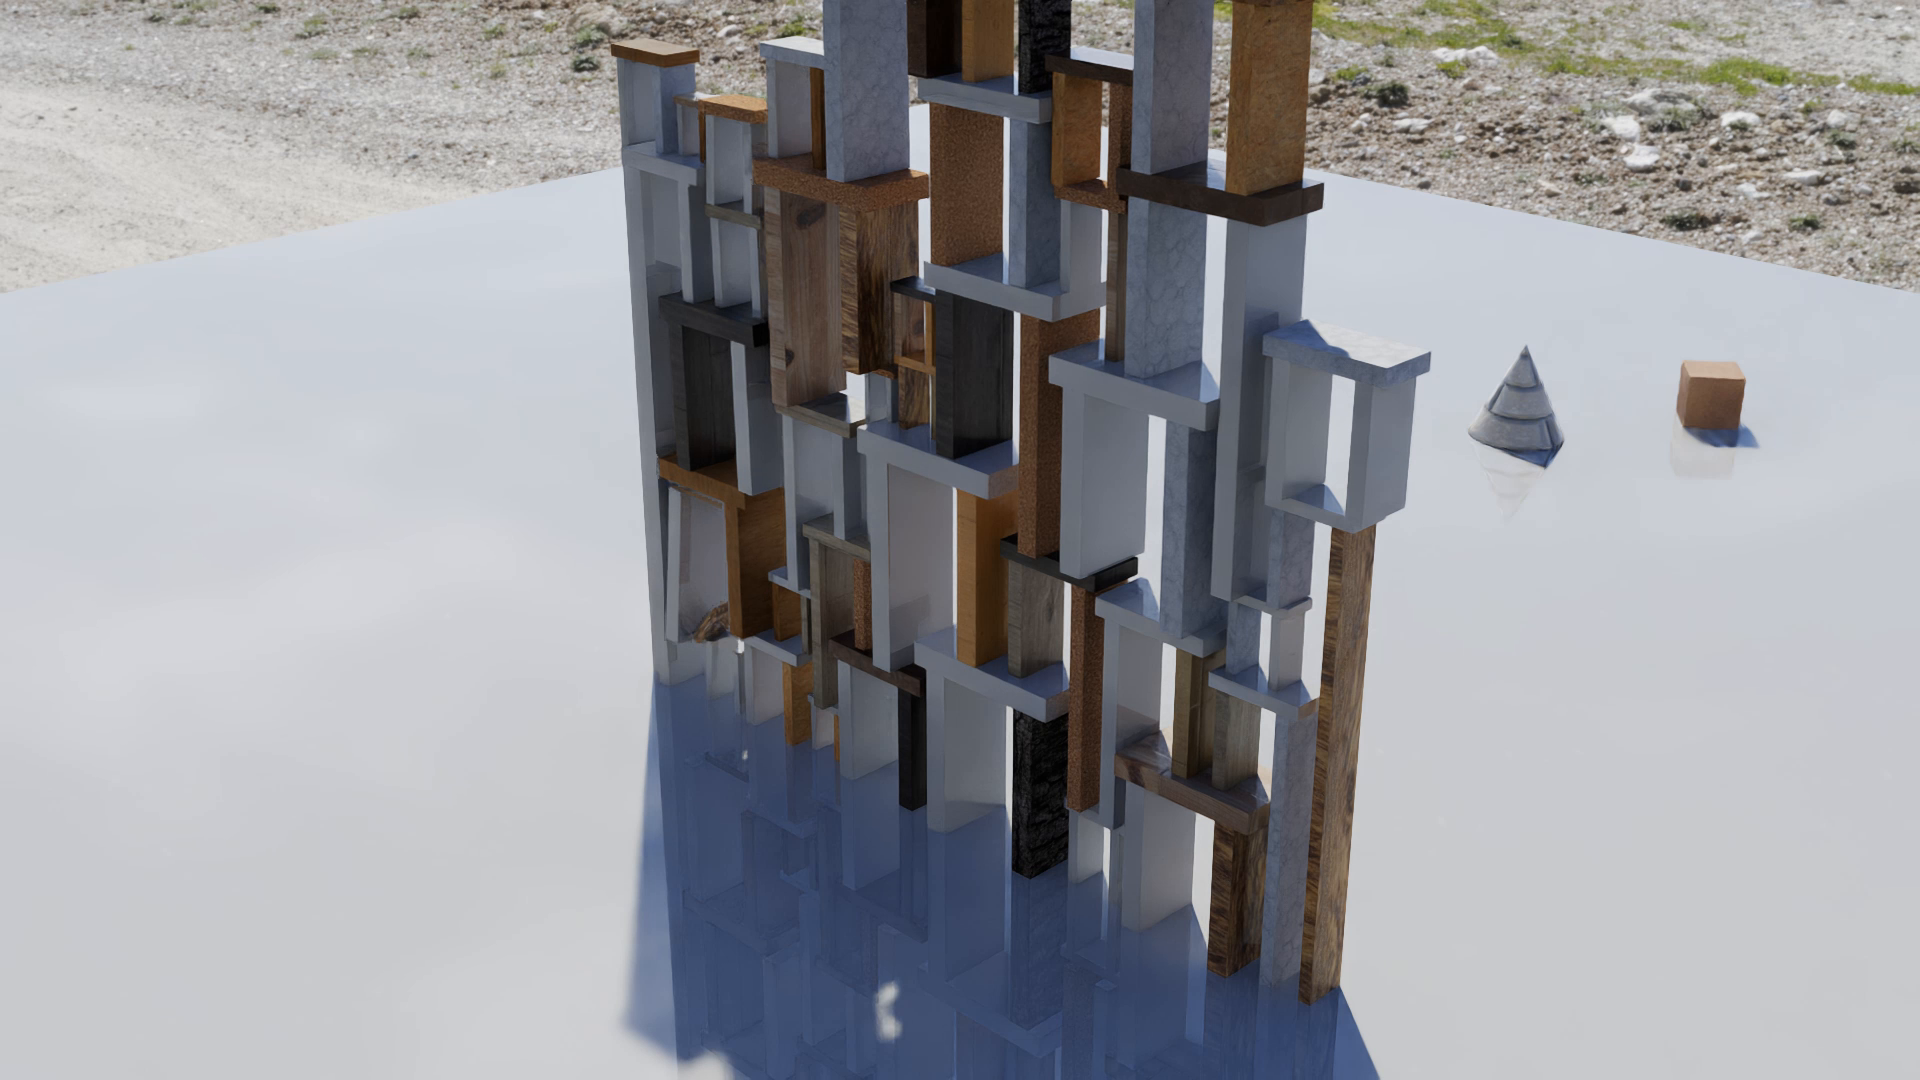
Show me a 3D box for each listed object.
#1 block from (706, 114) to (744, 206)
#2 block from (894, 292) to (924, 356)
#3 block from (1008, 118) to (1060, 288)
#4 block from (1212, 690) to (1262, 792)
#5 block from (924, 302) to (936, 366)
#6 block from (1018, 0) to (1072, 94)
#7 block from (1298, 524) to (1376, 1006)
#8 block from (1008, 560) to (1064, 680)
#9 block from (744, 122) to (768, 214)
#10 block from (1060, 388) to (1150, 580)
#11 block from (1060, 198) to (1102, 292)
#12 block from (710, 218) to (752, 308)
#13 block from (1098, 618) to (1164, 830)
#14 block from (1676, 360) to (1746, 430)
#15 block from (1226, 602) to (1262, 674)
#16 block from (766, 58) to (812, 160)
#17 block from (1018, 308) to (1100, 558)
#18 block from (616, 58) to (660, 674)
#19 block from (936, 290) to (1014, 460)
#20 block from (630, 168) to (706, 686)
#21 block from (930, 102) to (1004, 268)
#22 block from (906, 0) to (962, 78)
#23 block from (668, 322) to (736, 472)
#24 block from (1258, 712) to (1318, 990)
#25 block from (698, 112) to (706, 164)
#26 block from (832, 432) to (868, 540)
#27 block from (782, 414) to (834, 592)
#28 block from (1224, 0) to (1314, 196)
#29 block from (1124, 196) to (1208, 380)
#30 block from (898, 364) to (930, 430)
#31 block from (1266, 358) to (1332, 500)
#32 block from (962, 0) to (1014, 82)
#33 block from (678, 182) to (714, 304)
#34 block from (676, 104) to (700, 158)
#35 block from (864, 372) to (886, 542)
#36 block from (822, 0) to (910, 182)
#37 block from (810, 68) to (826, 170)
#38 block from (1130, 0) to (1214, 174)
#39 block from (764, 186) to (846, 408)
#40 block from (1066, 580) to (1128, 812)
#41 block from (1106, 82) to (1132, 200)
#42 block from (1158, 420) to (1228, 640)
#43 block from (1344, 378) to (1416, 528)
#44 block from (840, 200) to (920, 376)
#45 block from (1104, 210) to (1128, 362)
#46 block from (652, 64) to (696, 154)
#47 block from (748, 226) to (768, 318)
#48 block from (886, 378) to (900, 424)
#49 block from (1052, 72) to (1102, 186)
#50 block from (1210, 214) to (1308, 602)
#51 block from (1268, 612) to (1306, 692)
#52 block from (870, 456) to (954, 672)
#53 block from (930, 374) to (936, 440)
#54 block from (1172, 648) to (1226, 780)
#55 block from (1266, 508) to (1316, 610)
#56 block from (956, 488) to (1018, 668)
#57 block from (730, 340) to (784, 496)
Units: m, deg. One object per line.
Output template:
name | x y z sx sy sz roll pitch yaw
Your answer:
block | -0.465 -0.768 4.403 0.090 0.181 0.026 -19 32 -40
block | -0.095 -0.413 4.149 0.017 0.122 0.061 21 31 41
block | 0.150 -0.593 3.804 0.145 0.291 0.041 -21 31 -40
block | 0.484 0.334 3.837 0.027 0.191 0.095 21 31 41
block | -0.037 -0.390 4.096 0.017 0.122 0.061 21 31 40
block | 0.143 -0.858 3.696 0.099 0.199 0.028 -21 31 -40
block | 0.633 0.384 3.704 0.025 0.900 0.089 21 31 41
block | 0.144 0.132 4.125 0.117 0.235 0.033 -21 31 -40
block | -0.382 -0.737 4.320 0.090 0.181 0.026 -19 32 -39
block | 0.256 -0.121 3.890 0.174 0.348 0.049 -21 31 -40
block | 0.208 -0.513 3.779 0.081 0.161 0.023 -21 30 -40
block | -0.458 -0.571 4.473 0.091 0.182 0.026 -18 27 -39
block | 0.313 0.321 4.017 0.123 0.418 0.035 -21 31 -41
block | 2.245 -0.435 6.581 0.159 0.159 0.159 3 23 8
block | 0.487 0.156 3.769 0.068 0.137 0.019 -22 31 -40
block | -0.325 -0.835 4.224 0.027 0.190 0.095 21 31 41
block | 0.177 -0.202 3.947 0.159 0.452 0.045 -21 31 -40
block | -0.664 -0.354 4.802 0.025 1.401 0.089 21 31 41
block | 0.028 -0.322 4.059 0.045 0.318 0.159 21 31 41
block | -0.625 -0.236 4.798 0.036 1.187 0.126 21 31 41
block | 0.013 -0.647 3.930 0.041 0.291 0.145 21 31 41
block | -0.016 -0.984 3.818 0.048 0.336 0.168 21 31 41
block | -0.528 -0.321 4.660 0.161 0.322 0.046 -20 29 -38
block | 0.574 0.530 3.822 0.027 0.539 0.095 21 31 41
block | -0.497 -0.814 4.415 0.054 0.107 0.015 -21 32 -40
block | -0.202 -0.121 4.393 0.031 0.222 0.111 21 31 41
block | -0.307 -0.088 4.520 0.031 0.382 0.111 21 31 41
block | 0.478 -0.691 3.401 0.145 0.291 0.041 -22 31 -40
block | 0.344 -0.434 3.668 0.152 0.304 0.043 -22 31 -40
block | -0.088 -0.280 4.203 0.064 0.128 0.018 -21 31 -40
block | 0.548 -0.192 3.543 0.117 0.235 0.033 -21 31 -41
block | 0.048 -0.895 3.782 0.028 0.199 0.099 21 31 41
block | -0.511 -0.620 4.508 0.126 0.251 0.036 -19 30 -38
block | -0.547 -0.835 4.463 0.054 0.107 0.015 -21 31 -40
block | -0.164 -0.167 4.326 0.013 0.360 0.046 21 31 40
block | -0.172 -0.944 4.009 0.048 0.559 0.168 21 31 41
block | -0.236 -0.800 4.142 0.027 0.190 0.095 21 31 41
block | 0.341 -0.745 3.527 0.145 0.291 0.041 -22 31 -40
block | -0.303 -0.493 4.341 0.046 0.440 0.161 21 31 41
block | 0.254 0.278 4.066 0.117 0.458 0.033 -21 31 -40
block | 0.287 -0.665 3.631 0.095 0.190 0.027 -21 31 -40
block | 0.420 -0.039 3.745 0.174 0.386 0.049 -22 31 -40
block | 0.658 -0.148 3.441 0.117 0.235 0.033 -21 31 -41
block | -0.151 -0.489 4.178 0.046 0.321 0.161 21 31 41
block | 0.284 -0.436 3.728 0.081 0.261 0.023 -21 31 -40
block | -0.581 -0.884 4.486 0.089 0.178 0.025 -21 31 -40
block | -0.374 -0.541 4.390 0.091 0.182 0.026 -20 28 -40
block | -0.120 -0.274 4.234 0.046 0.092 0.013 -21 31 -40
block | 0.197 -0.700 3.713 0.027 0.190 0.095 21 31 40
block | 0.488 -0.221 3.604 0.152 0.647 0.043 -22 31 -40
block | 0.551 0.181 3.709 0.068 0.137 0.019 -22 31 -40
block | -0.094 0.027 4.342 0.176 0.446 0.050 -21 31 -41
block | -0.026 -0.257 4.148 0.018 0.128 0.064 21 31 40
block | 0.430 0.287 3.877 0.035 0.247 0.123 21 31 40
block | 0.548 0.019 3.639 0.089 0.177 0.025 -21 31 -41
block | 0.074 0.049 4.170 0.050 0.353 0.176 21 31 40
block | -0.384 -0.266 4.510 0.161 0.322 0.046 -20 29 -38
